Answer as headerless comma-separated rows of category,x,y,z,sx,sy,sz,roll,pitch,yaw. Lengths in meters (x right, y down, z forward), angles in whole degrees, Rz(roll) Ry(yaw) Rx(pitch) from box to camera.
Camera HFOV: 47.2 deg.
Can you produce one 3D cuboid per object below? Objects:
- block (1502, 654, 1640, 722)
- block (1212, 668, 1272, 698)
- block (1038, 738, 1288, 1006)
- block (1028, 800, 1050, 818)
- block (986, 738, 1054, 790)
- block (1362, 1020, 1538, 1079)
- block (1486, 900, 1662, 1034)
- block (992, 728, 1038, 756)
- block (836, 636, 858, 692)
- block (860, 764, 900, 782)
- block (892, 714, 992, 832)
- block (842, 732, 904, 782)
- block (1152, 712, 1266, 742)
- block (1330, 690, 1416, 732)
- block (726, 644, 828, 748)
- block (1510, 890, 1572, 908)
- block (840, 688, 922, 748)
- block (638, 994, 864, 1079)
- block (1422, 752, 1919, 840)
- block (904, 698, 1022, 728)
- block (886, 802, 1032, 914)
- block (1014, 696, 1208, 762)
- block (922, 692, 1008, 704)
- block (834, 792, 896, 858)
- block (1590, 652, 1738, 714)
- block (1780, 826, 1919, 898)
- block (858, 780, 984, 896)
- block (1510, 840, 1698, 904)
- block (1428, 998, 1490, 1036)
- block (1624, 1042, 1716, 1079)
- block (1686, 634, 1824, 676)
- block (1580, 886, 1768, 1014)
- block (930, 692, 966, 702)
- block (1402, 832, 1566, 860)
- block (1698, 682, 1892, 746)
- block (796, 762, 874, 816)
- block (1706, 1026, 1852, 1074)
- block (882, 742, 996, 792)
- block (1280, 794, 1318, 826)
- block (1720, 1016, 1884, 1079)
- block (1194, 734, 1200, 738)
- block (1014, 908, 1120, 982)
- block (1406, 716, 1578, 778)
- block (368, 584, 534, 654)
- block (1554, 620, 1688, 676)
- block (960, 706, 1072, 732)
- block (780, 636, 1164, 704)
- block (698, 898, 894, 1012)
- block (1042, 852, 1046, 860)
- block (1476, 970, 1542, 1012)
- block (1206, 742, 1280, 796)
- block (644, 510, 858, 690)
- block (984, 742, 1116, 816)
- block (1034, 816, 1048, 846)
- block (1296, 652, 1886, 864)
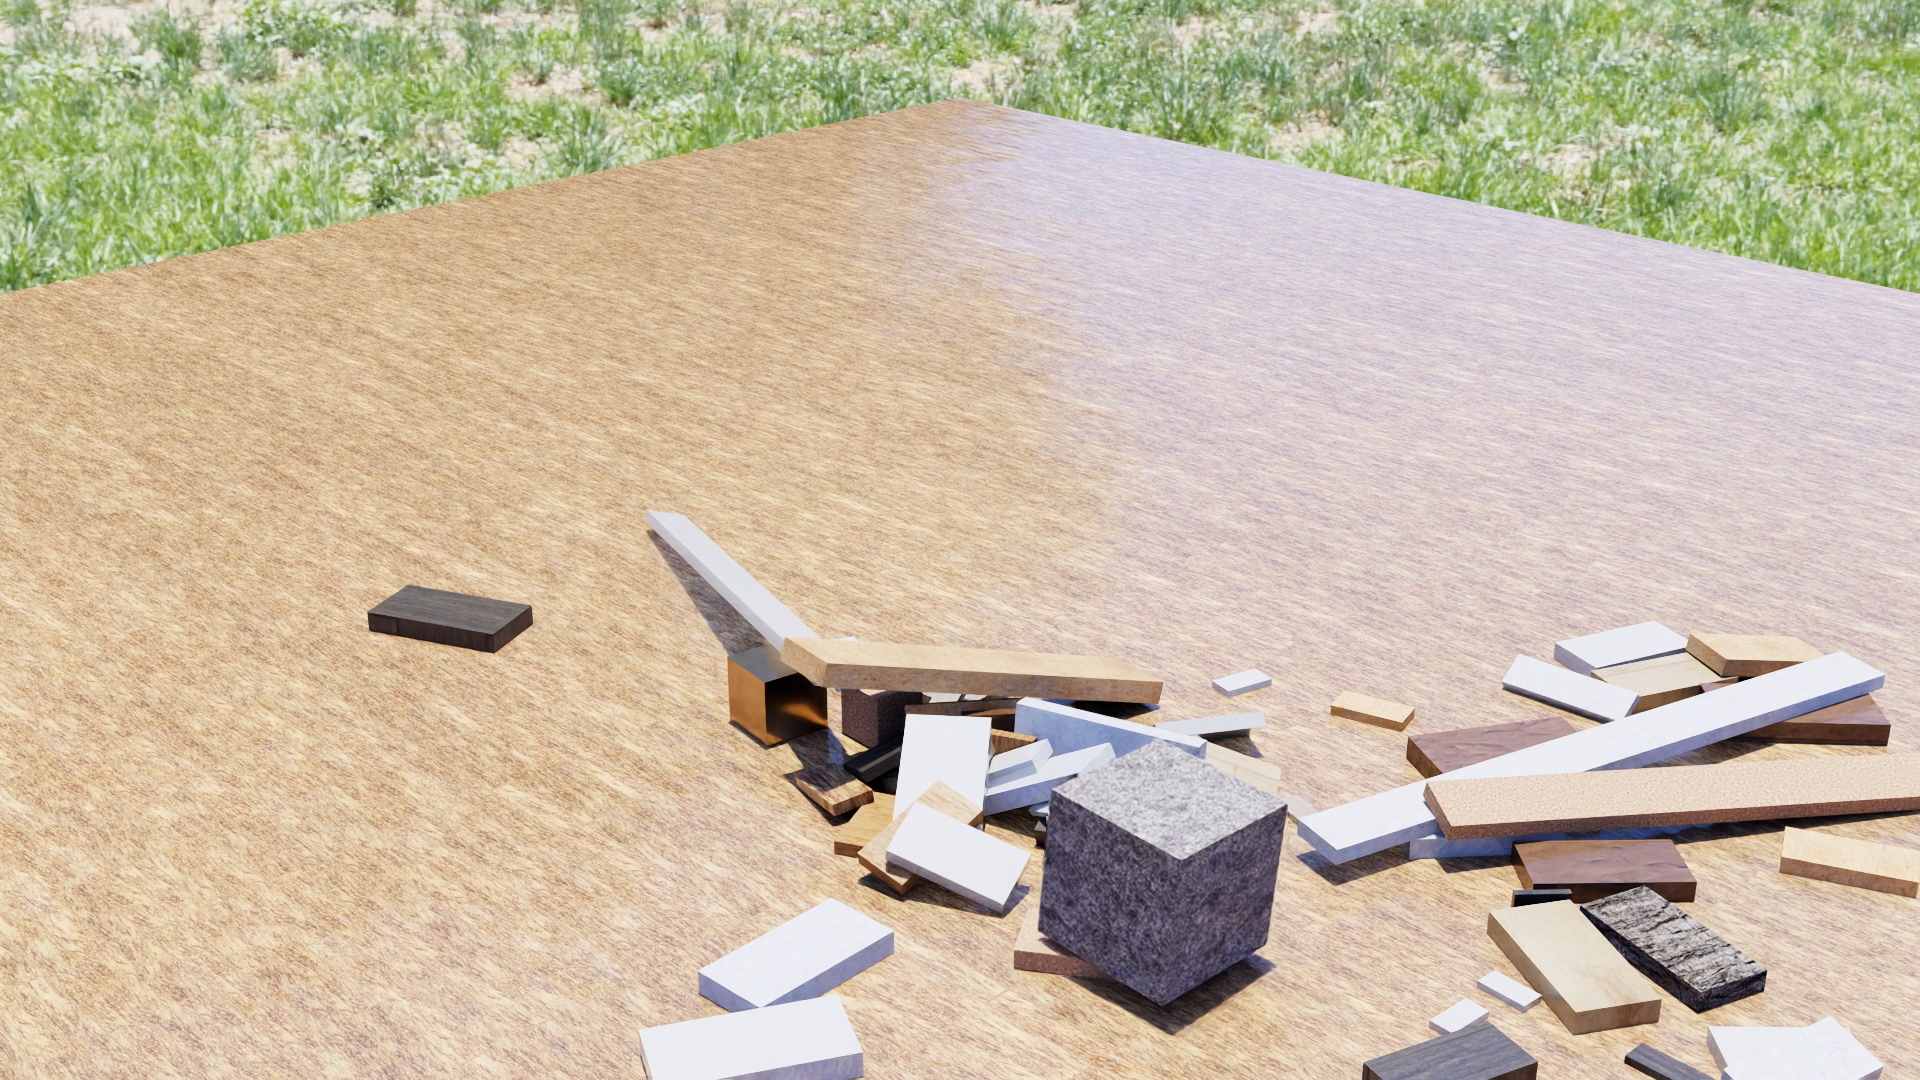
block,1.357,0.334,4.892,0.291,0.023,0.082,20,62,38
block,0.638,0.324,4.975,0.122,0.017,0.061,-13,26,-28
block,0.357,0.582,3.902,0.294,0.294,0.294,-19,33,-42
block,0.179,0.524,4.342,0.052,0.015,0.104,-45,15,-21
block,0.076,0.470,4.485,0.214,0.030,0.107,-21,10,25
block,0.811,0.879,3.641,0.259,0.037,0.130,-11,25,-25
block,1.089,0.756,3.919,0.163,0.046,0.326,-6,24,-13
block,0.051,0.446,4.569,0.214,0.107,0.030,9,17,19
block,-0.263,0.284,5.054,0.103,0.029,0.206,-8,24,-18
block,-0.131,0.456,4.565,0.181,0.026,0.090,-14,17,21
block,-0.036,0.497,4.361,0.172,0.049,0.345,2,46,5
block,-0.143,0.441,4.538,0.181,0.026,0.090,-27,17,-24
block,0.517,0.405,4.682,0.241,0.033,0.116,-5,-15,-12
block,0.909,0.377,4.844,0.165,0.023,0.082,13,26,28
block,-0.396,0.331,4.781,0.156,0.156,0.156,-16,28,-33
block,1.082,0.678,4.094,0.107,0.054,0.015,-1,23,-2
block,-0.169,0.361,4.751,0.125,0.125,0.125,-19,30,-38
block,-0.350,0.858,3.677,0.345,0.049,0.172,-7,24,-16
block,1.467,0.509,4.396,1.109,0.037,0.130,-2,36,-13
block,0.020,0.400,4.662,0.274,0.118,0.033,-3,1,-7
block,-0.004,0.600,4.163,0.246,0.035,0.123,23,53,13
block,0.300,0.447,4.493,0.405,0.163,0.046,12,18,26
block,0.035,0.336,4.928,0.116,0.033,0.231,18,29,37
block,-0.164,0.570,4.379,0.103,0.029,0.206,8,24,18
block,1.585,0.320,4.954,0.290,0.041,0.145,-9,24,-19
block,1.719,0.622,4.251,0.246,0.035,0.123,9,25,21
block,-0.075,0.571,4.234,0.116,0.033,0.231,31,55,29
block,1.230,0.634,4.211,0.310,0.044,0.155,0,23,-1
block,0.861,0.826,3.795,0.101,0.014,0.050,-19,29,-37
block,1.199,0.891,3.640,0.054,0.015,0.191,-20,30,-38
block,1.827,0.265,5.024,0.290,0.041,0.145,2,20,-18
block,1.283,0.735,3.972,0.155,0.044,0.310,-11,25,-24
block,-0.037,0.363,4.817,0.061,0.017,0.122,9,48,30
block,1.024,0.567,4.367,0.310,0.044,0.155,-2,23,-5
block,1.817,0.380,4.801,0.358,0.051,0.179,1,23,3
block,-0.257,0.507,4.491,0.090,0.026,0.181,-19,21,-24
block,1.387,0.864,3.681,0.236,0.033,0.118,0,23,1
block,-0.044,0.465,4.533,0.214,0.030,0.107,-13,17,24
block,0.688,0.550,4.444,0.054,0.015,0.107,-10,25,-22
block,1.375,0.872,3.592,0.236,0.033,0.118,-18,41,-22
block,0.451,0.451,4.550,0.165,0.023,0.082,-10,35,-33
block,0.250,0.736,3.975,0.284,0.040,0.142,5,23,11
block,1.144,0.455,4.624,0.358,0.051,0.179,-6,24,-14
block,-1.218,0.187,5.259,0.347,0.049,0.172,8,24,19
block,1.541,0.259,5.098,0.290,0.041,0.145,-10,25,-23
block,0.121,0.416,4.626,0.236,0.118,0.033,-2,14,-6
block,0.041,0.280,4.690,0.872,0.051,0.179,6,12,-35
block,-0.290,0.753,3.928,0.163,0.046,0.326,20,30,39
block,0.215,0.627,4.263,0.052,0.015,0.104,-18,29,-36
block,0.966,0.794,3.870,0.050,0.014,0.101,-18,29,-36
block,0.561,0.475,4.512,0.187,0.027,0.094,20,37,1
block,-0.516,0.116,5.170,0.103,0.029,1.460,8,11,-24
block,0.163,0.483,4.407,0.284,0.040,0.142,-19,10,35
block,0.304,0.558,4.328,0.283,0.040,0.142,5,36,23
block,1.347,0.434,4.563,1.506,0.035,0.123,-12,28,-26
